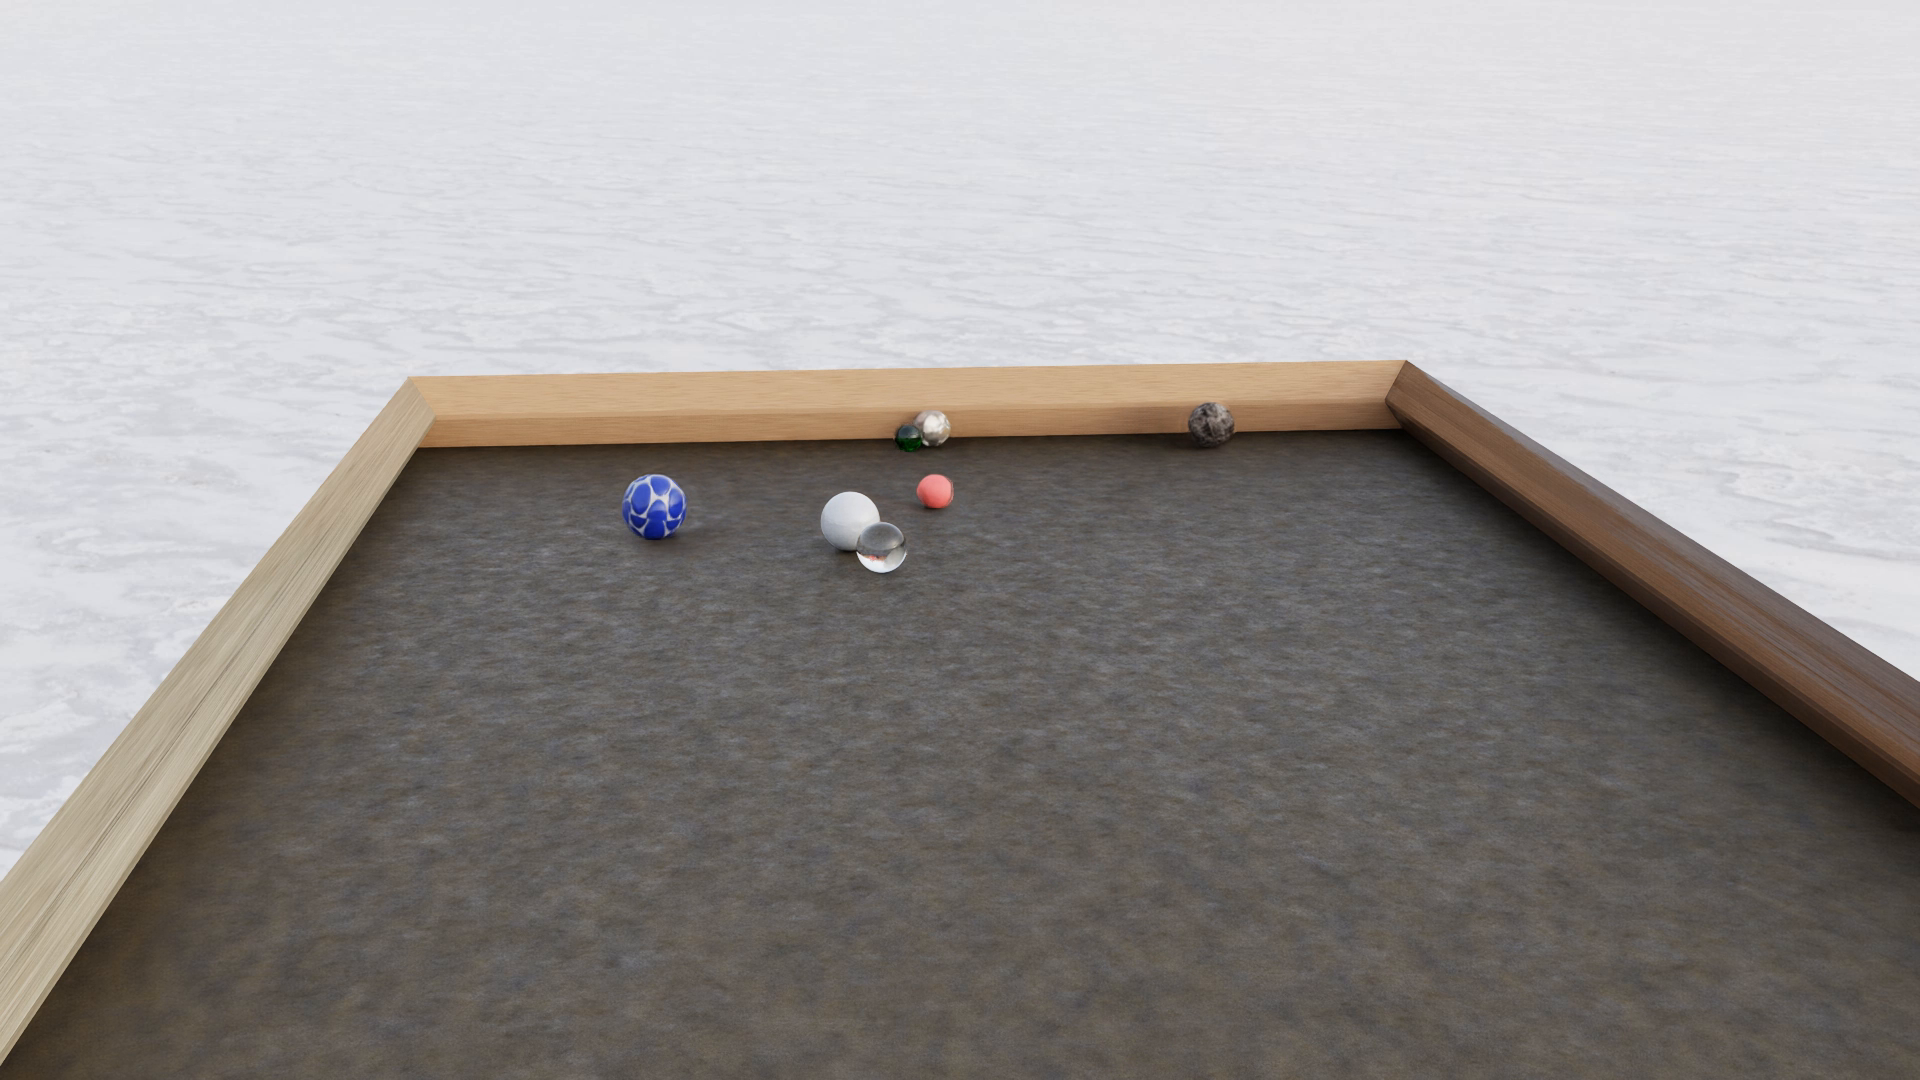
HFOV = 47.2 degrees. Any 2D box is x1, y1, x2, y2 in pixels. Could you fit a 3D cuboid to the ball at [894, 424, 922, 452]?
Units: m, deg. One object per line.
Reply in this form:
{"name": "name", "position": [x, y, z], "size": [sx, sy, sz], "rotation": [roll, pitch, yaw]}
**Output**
{"name": "ball", "position": [-0.079, -0.156, 3.354], "size": [0.041, 0.041, 0.041], "rotation": [0, 15, 0]}

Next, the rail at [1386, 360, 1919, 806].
{"name": "rail", "position": [0.820, 0.146, 2.092], "size": [0.045, 0.109, 2.940], "rotation": [-1, 15, -5]}

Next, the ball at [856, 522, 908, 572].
{"name": "ball", "position": [-0.096, 0.009, 2.699], "size": [0.063, 0.063, 0.063], "rotation": [0, 15, 0]}

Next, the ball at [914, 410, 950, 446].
{"name": "ball", "position": [-0.043, -0.173, 3.388], "size": [0.057, 0.057, 0.057], "rotation": [0, 15, 0]}

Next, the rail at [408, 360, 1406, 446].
{"name": "rail", "position": [-0.064, -0.209, 3.417], "size": [1.560, 0.109, 0.045], "rotation": [-1, 15, -5]}

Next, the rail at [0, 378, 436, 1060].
{"name": "rail", "position": [-0.687, 0.182, 1.960], "size": [0.045, 0.109, 2.940], "rotation": [-1, 15, -5]}

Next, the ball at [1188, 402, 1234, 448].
{"name": "ball", "position": [0.387, -0.177, 3.380], "size": [0.069, 0.069, 0.069], "rotation": [0, 15, 0]}

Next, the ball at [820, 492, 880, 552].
{"name": "ball", "position": [-0.139, -0.024, 2.796], "size": [0.076, 0.076, 0.076], "rotation": [0, 15, 0]}

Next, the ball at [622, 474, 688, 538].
{"name": "ball", "position": [-0.396, -0.044, 2.853], "size": [0.084, 0.084, 0.084], "rotation": [0, 15, 0]}

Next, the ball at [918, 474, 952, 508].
{"name": "ball", "position": [-0.035, -0.067, 3.011], "size": [0.047, 0.047, 0.047], "rotation": [0, 15, 0]}
